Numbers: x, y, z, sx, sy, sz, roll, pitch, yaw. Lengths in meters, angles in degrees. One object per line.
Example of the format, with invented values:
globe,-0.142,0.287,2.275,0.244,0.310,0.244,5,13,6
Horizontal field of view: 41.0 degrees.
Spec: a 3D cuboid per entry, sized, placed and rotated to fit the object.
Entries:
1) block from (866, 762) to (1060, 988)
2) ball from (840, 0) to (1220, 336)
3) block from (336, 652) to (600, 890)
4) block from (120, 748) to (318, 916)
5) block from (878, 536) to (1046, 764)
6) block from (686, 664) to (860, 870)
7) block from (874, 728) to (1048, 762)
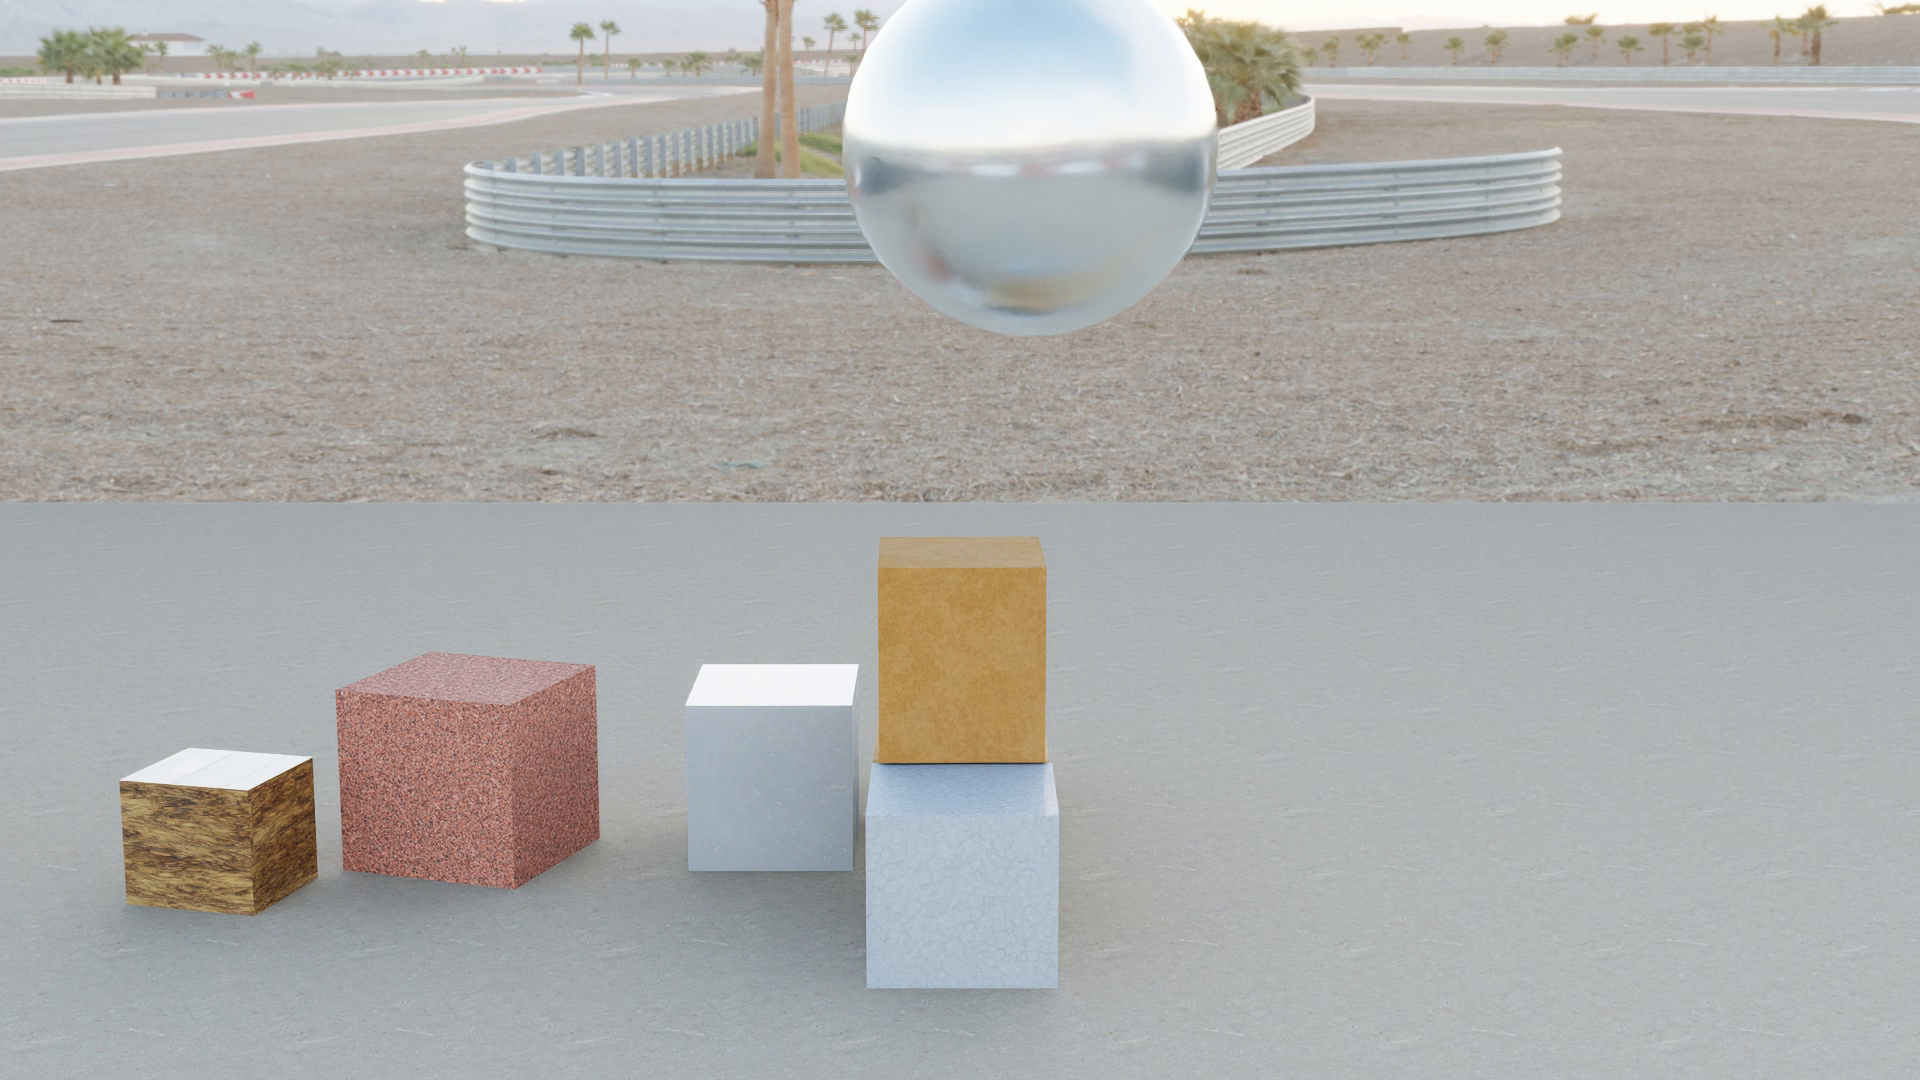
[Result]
block,0.009,1.332,10.293,0.744,0.697,0.765,0,10,0
ball,0.296,-1.664,10.878,1.600,1.600,1.600,0,10,0
block,-2.215,1.024,11.626,0.861,0.825,0.811,4,11,19
block,-3.204,1.256,11.120,0.608,0.550,0.546,3,11,15
block,0.003,0.452,10.839,0.685,0.818,0.706,0,10,-1
block,-0.845,1.032,11.770,0.734,0.759,0.792,0,10,0
block,0.004,1.193,11.028,0.728,0.708,0.711,0,10,0
